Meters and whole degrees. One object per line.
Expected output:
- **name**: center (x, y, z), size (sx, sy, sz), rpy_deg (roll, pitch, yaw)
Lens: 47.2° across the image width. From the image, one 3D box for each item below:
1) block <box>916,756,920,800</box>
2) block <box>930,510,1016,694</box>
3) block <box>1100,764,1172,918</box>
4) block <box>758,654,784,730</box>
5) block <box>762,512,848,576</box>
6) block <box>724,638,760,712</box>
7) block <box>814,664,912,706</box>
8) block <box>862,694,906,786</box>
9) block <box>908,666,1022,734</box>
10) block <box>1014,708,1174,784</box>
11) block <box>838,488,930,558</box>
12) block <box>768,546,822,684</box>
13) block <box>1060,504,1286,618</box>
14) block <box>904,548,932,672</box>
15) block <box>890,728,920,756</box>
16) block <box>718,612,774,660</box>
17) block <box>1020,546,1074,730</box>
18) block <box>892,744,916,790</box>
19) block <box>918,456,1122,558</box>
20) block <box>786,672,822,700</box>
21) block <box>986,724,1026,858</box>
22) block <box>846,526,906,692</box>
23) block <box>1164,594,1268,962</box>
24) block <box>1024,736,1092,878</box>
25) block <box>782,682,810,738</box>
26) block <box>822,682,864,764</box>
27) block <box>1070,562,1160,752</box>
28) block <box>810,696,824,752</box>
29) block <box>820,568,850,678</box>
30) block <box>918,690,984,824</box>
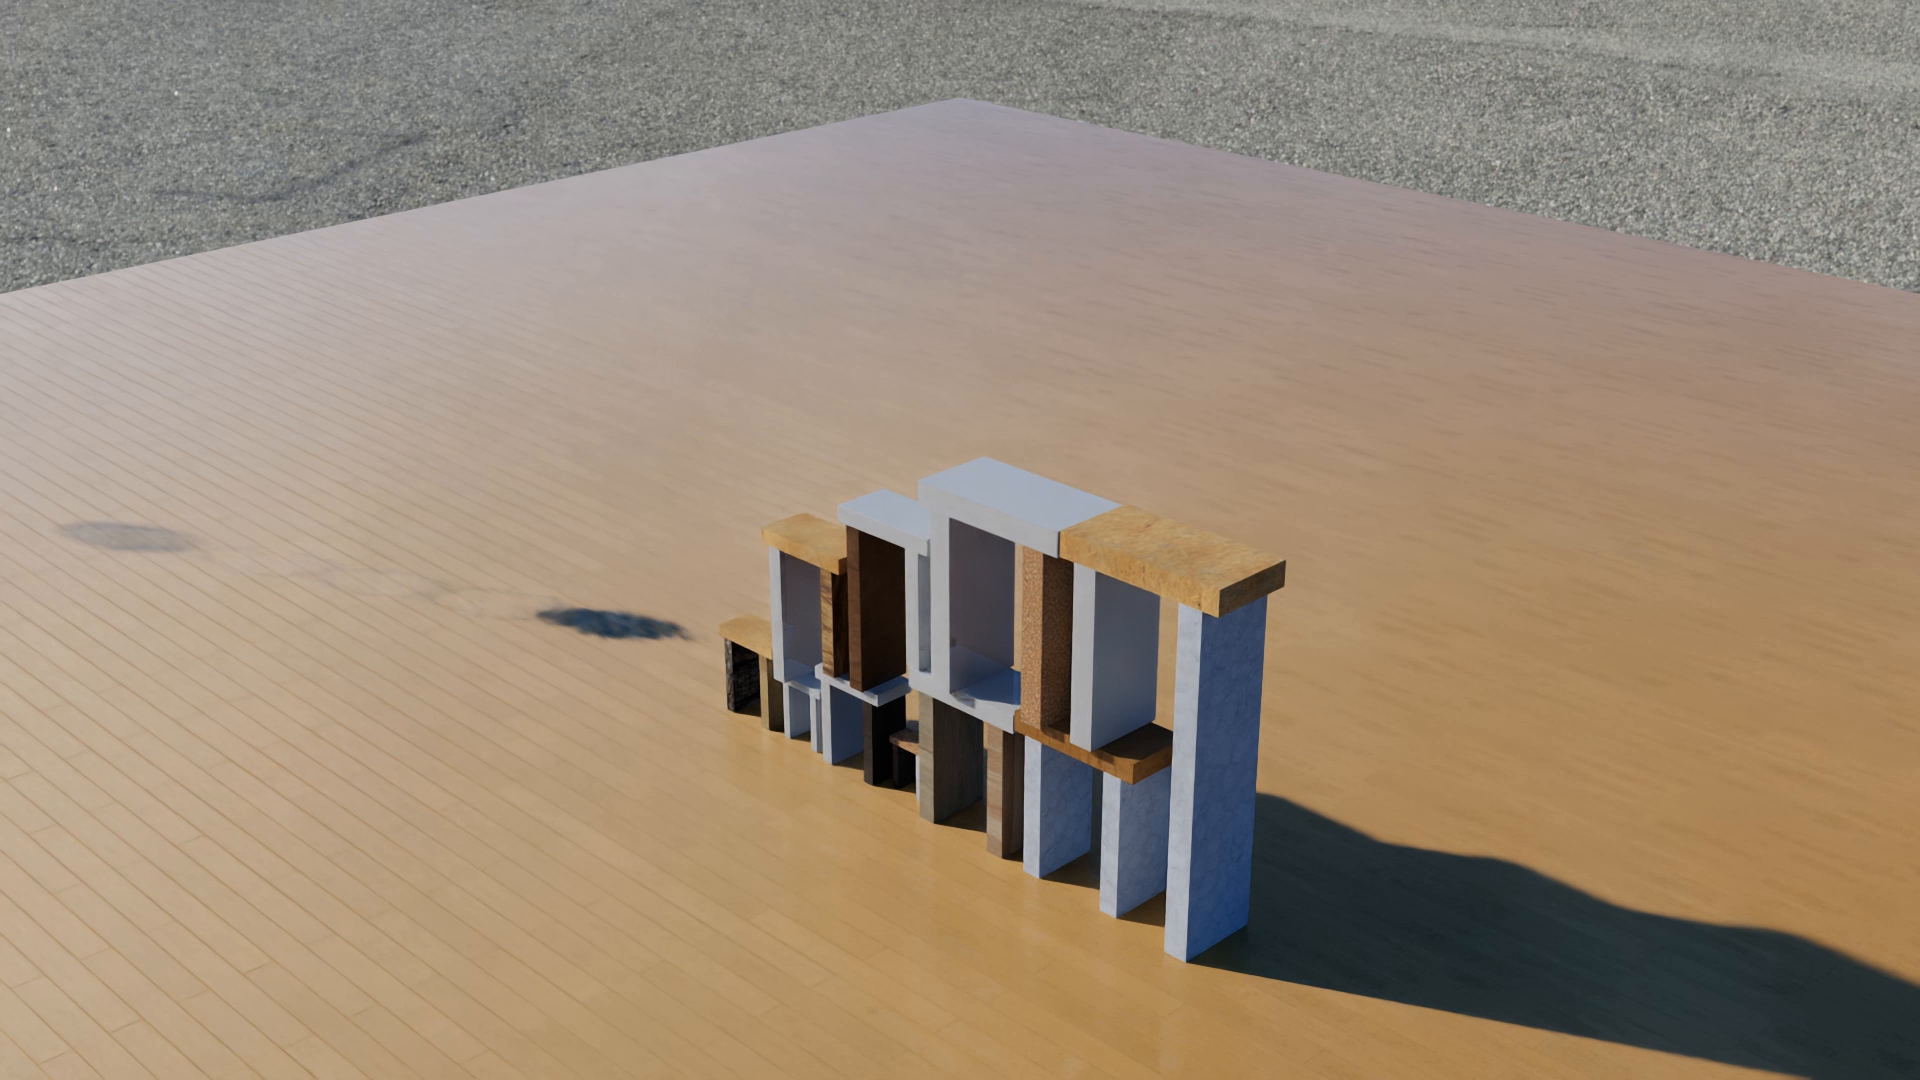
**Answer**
- **block**: center (-0.067, 0.479, 4.501), size (0.015, 0.103, 0.051), rpy_deg (21, 31, 41)
- **block**: center (0.025, 0.096, 4.232), size (0.178, 0.369, 0.050), rpy_deg (-21, 31, -40)
- **block**: center (0.329, 0.544, 4.102), size (0.042, 0.295, 0.148), rpy_deg (21, 31, 41)
- **block**: center (-0.393, 0.318, 4.786), size (0.025, 0.176, 0.088), rpy_deg (21, 31, 41)
- **block**: center (-0.286, 0.006, 4.532), size (0.120, 0.034, 0.239), rpy_deg (-21, 31, -41)
- **block**: center (-0.476, 0.285, 4.862), size (0.025, 0.176, 0.088), rpy_deg (21, 31, 41)
- **block**: center (-0.201, 0.288, 4.560), size (0.191, 0.027, 0.095), rpy_deg (21, 31, 41)
- **block**: center (-0.156, 0.405, 4.561), size (0.027, 0.191, 0.095), rpy_deg (21, 31, 41)
- **block**: center (0.050, 0.291, 4.296), size (0.142, 0.040, 0.284), rpy_deg (-21, 31, -41)
- **block**: center (0.259, 0.361, 4.100), size (0.148, 0.042, 0.295), rpy_deg (-21, 31, -41)
- **block**: center (-0.109, -0.036, 4.323), size (0.252, 0.036, 0.126), rpy_deg (21, 31, 40)
- **block**: center (-0.342, 0.141, 4.652), size (0.034, 0.308, 0.120), rpy_deg (21, 31, 41)
- **block**: center (0.368, 0.032, 3.836), size (0.180, 0.051, 0.360), rpy_deg (-21, 31, -41)
- **block**: center (-0.049, 0.120, 4.325), size (0.126, 0.252, 0.036), rpy_deg (-21, 31, -41)
- **block**: center (-0.091, 0.415, 4.501), size (0.103, 0.015, 0.051), rpy_deg (21, 31, 41)
- **block**: center (-0.434, 0.209, 4.785), size (0.176, 0.025, 0.088), rpy_deg (21, 31, 41)
- **block**: center (0.194, 0.156, 4.075), size (0.050, 0.356, 0.178), rpy_deg (21, 31, 41)
- **block**: center (-0.115, 0.460, 4.546), size (0.015, 0.103, 0.051), rpy_deg (21, 31, 41)
- **block**: center (0.110, -0.064, 4.073), size (0.178, 0.050, 0.356), rpy_deg (-21, 31, -41)
- **block**: center (-0.319, 0.302, 4.692), size (0.065, 0.018, 0.130), rpy_deg (-21, 31, -41)
- **block**: center (0.117, 0.466, 4.297), size (0.040, 0.284, 0.142), rpy_deg (21, 31, 41)
- **block**: center (-0.168, 0.122, 4.455), size (0.036, 0.359, 0.126), rpy_deg (21, 31, 40)
- **block**: center (0.453, 0.409, 3.904), size (0.051, 0.697, 0.180), rpy_deg (21, 31, 41)
- **block**: center (0.189, 0.489, 4.230), size (0.042, 0.295, 0.148), rpy_deg (21, 31, 41)
- **block**: center (-0.350, 0.358, 4.750), size (0.018, 0.131, 0.065), rpy_deg (21, 31, 41)
- **block**: center (-0.246, 0.370, 4.644), size (0.027, 0.191, 0.095), rpy_deg (21, 31, 41)
- **block**: center (0.283, 0.188, 3.995), size (0.180, 0.360, 0.051), rpy_deg (-21, 31, -40)
- **block**: center (-0.288, 0.382, 4.693), size (0.065, 0.131, 0.018), rpy_deg (-21, 31, -41)
- **block**: center (-0.230, 0.154, 4.534), size (0.034, 0.239, 0.120), rpy_deg (21, 31, 41)
- **block**: center (-0.017, 0.414, 4.421), size (0.040, 0.284, 0.142), rpy_deg (21, 31, 41)
